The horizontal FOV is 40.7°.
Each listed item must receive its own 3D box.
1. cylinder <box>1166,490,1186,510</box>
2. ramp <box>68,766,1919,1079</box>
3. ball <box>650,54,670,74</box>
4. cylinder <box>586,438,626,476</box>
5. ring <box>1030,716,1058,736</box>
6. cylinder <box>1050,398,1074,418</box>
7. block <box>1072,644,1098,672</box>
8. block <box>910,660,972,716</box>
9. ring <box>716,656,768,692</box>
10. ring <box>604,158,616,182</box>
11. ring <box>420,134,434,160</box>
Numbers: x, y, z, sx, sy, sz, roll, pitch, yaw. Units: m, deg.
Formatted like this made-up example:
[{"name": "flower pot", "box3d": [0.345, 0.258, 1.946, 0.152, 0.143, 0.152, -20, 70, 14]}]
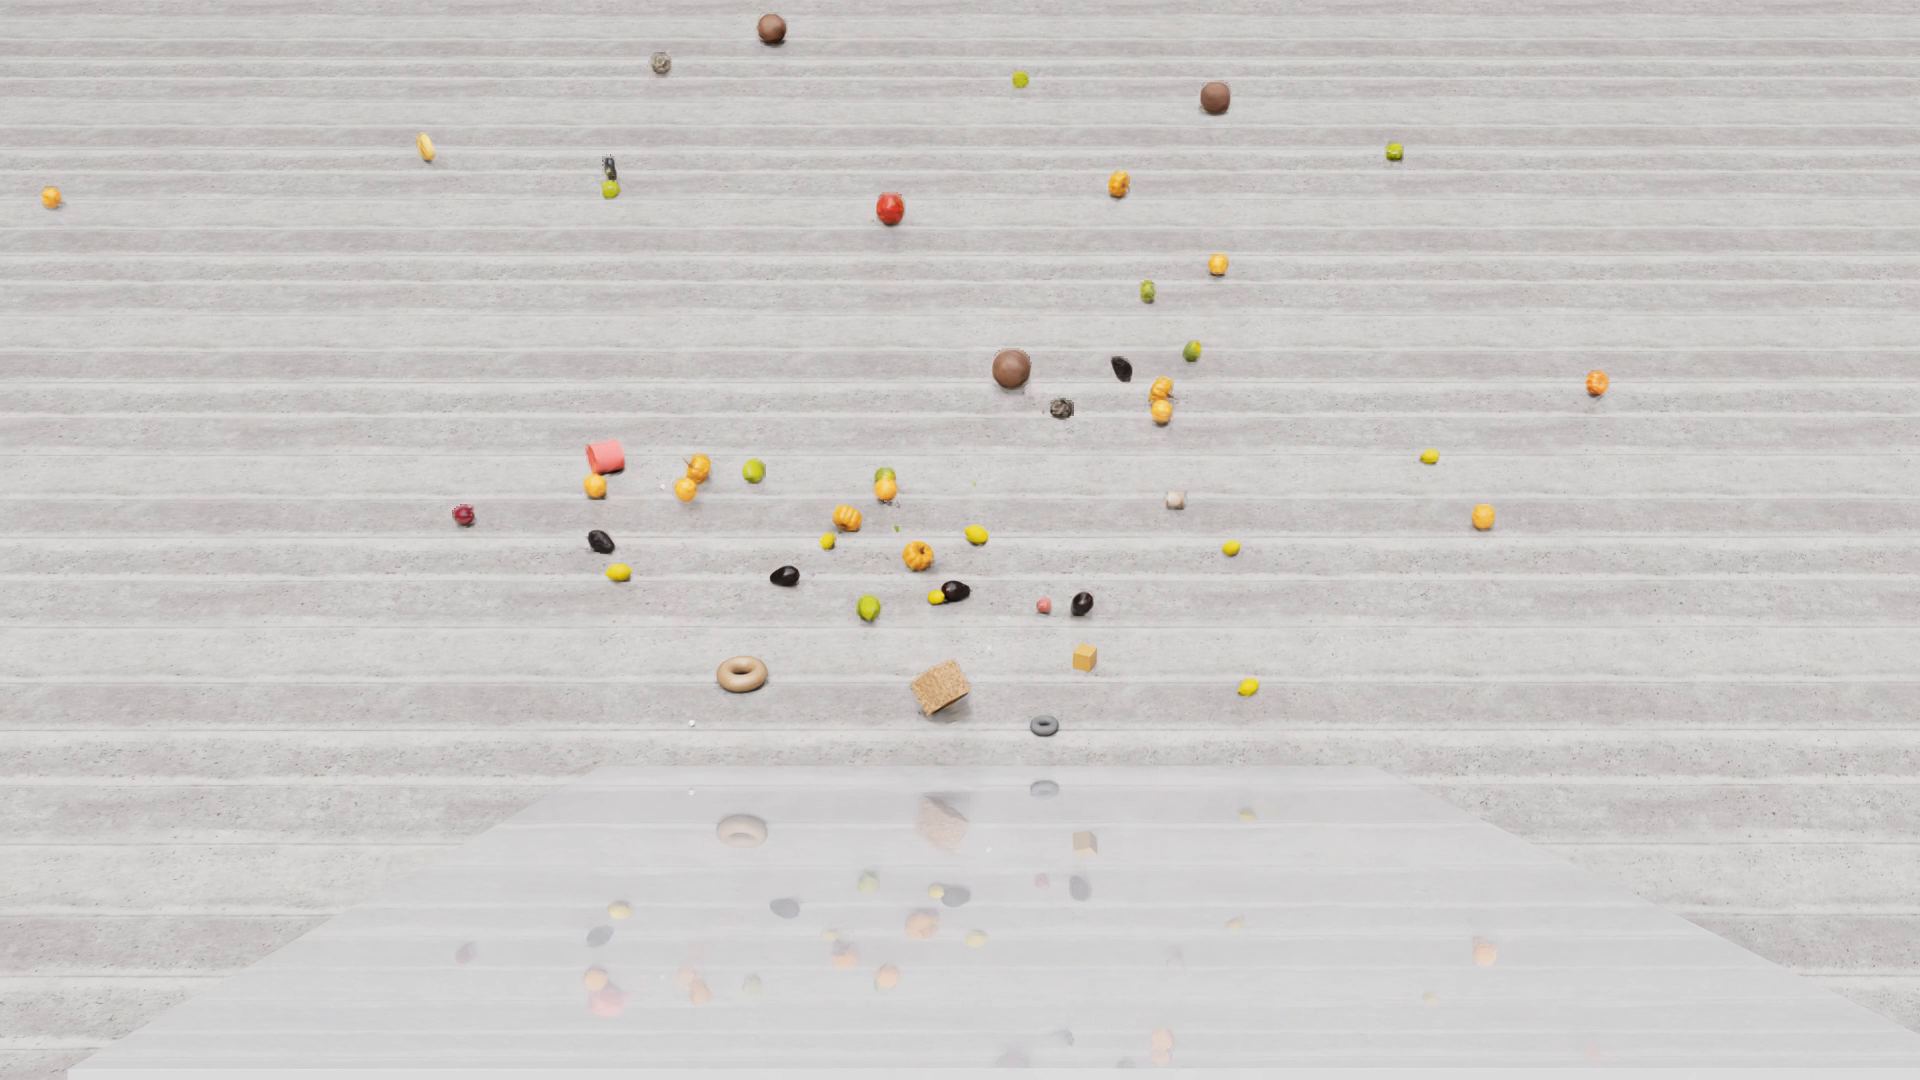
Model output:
[{"name": "cylinder", "box3d": [0.665, -0.123, 7.968, 0.052, 0.052, 0.052, 6, 32, 15]}, {"name": "ramp", "box3d": [0.070, 0.618, 4.697, 2.000, 0.100, 4.000, 0, 0, 0]}, {"name": "ball", "box3d": [-1.280, -2.036, 11.084, 0.084, 0.084, 0.084, 0, 31, 0]}, {"name": "cylinder", "box3d": [-1.115, -0.260, 8.159, 0.092, 0.092, 0.092, -23, 38, -20]}, {"name": "ring", "box3d": [0.228, 0.499, 6.975, 0.078, 0.026, 0.078, -1, 31, 1]}, {"name": "cylinder", "box3d": [0.333, -0.429, 8.471, 0.054, 0.054, 0.054, 18, 36, 26]}, {"name": "block", "box3d": [0.349, 0.329, 7.231, 0.051, 0.051, 0.051, 14, 34, 21]}, {"name": "block", "box3d": [-0.052, 0.400, 7.015, 0.097, 0.097, 0.097, -21, 78, -50]}, {"name": "ring", "box3d": [-0.604, 0.370, 7.168, 0.143, 0.048, 0.143, -1, 31, 1]}, {"name": "ring", "box3d": [-1.364, -1.444, 10.096, 0.033, 0.098, 0.098, -10, 33, -14]}, {"name": "ring", "box3d": [-2.116, -1.556, 10.275, 0.035, 0.105, 0.105, -17, 35, -23]}]
